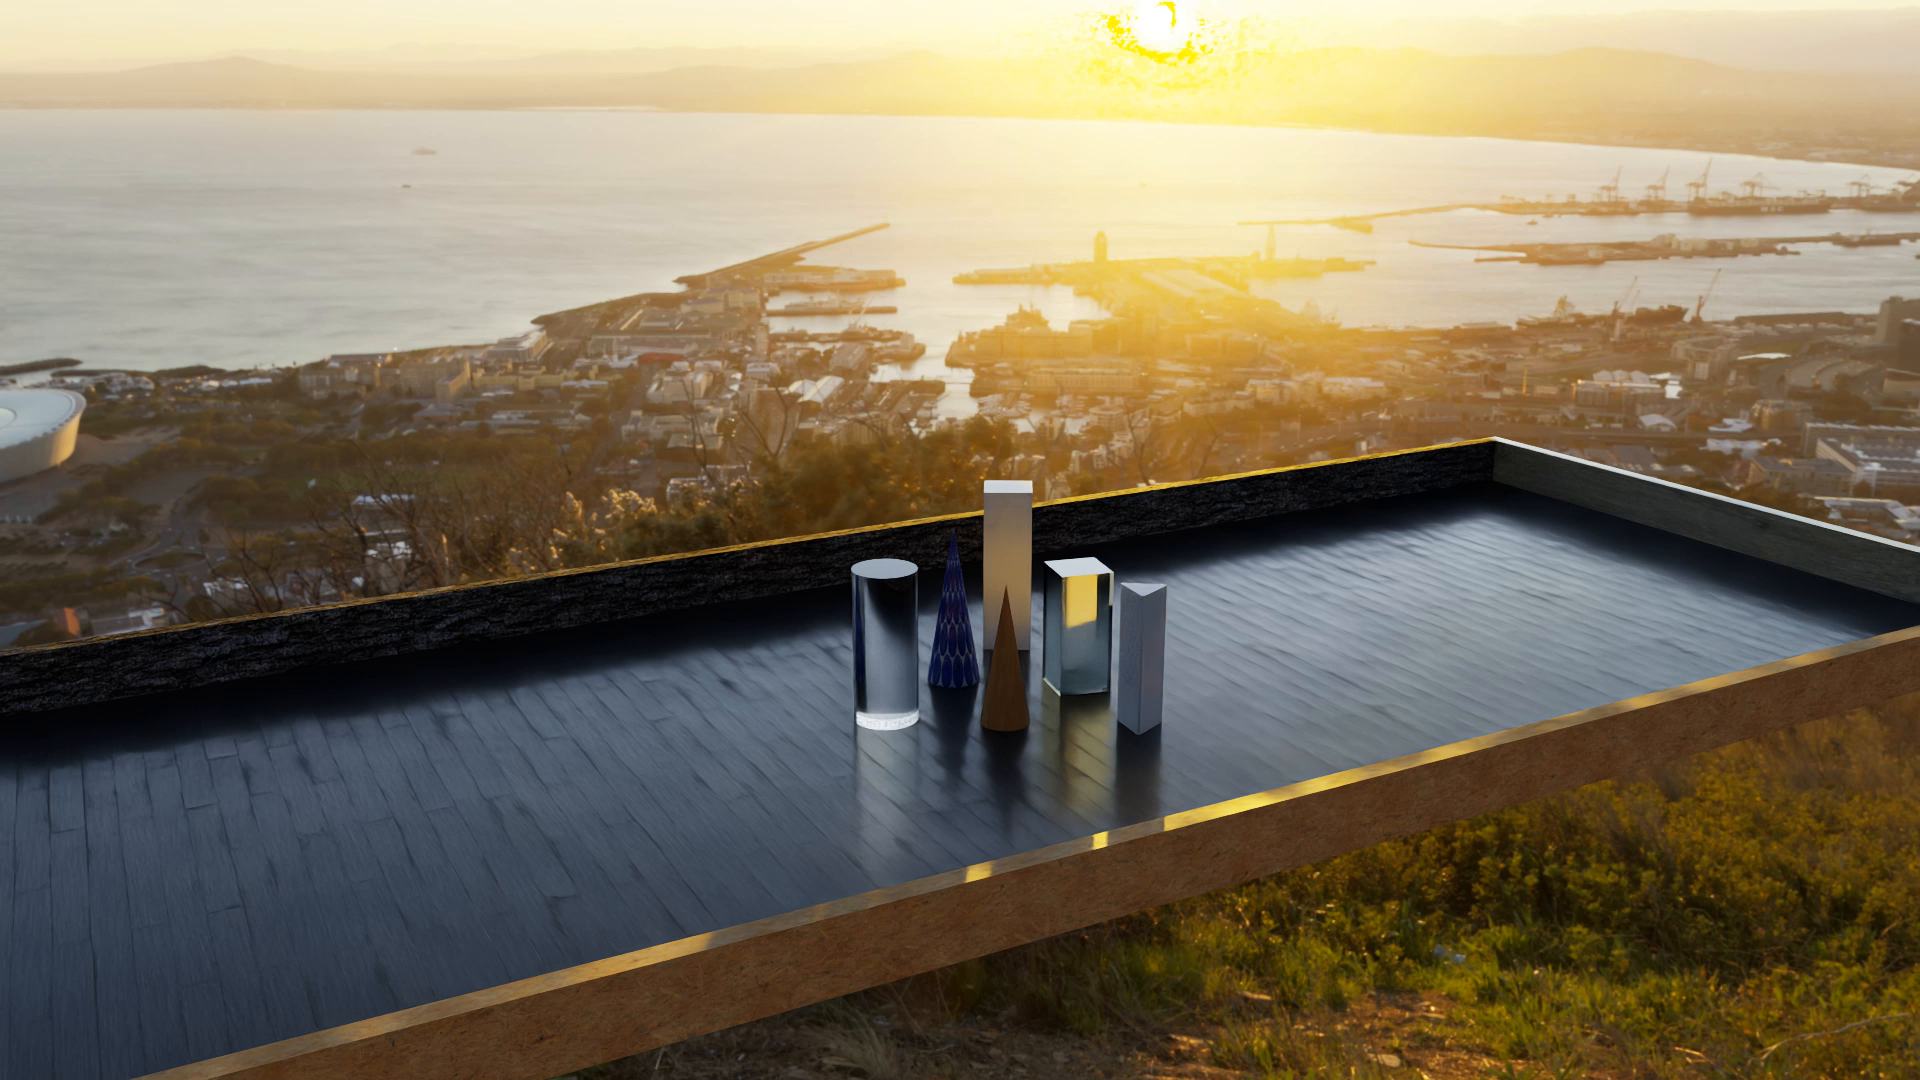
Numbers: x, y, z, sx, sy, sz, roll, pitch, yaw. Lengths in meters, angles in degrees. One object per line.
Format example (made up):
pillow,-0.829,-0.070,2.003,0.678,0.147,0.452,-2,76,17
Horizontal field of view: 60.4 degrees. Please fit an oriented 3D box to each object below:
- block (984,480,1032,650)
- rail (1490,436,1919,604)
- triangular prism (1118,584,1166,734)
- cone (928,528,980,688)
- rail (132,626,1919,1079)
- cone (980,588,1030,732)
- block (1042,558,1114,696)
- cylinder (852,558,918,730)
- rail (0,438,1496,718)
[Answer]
block,0.126,0.067,4.367,0.125,0.429,0.125,0,16,2
rail,2.466,-0.048,5.253,0.050,0.150,2.100,-9,18,-27
triangular prism,0.409,0.270,3.836,0.089,0.339,0.103,12,20,36
cone,-0.016,0.156,4.111,0.133,0.402,0.133,0,16,0
rail,-2.336,1.006,1.665,12.000,0.150,0.050,-9,18,-27
cone,0.106,0.265,3.848,0.118,0.342,0.118,0,16,0
block,0.290,0.213,4.083,0.132,0.308,0.132,-5,17,-16
cylinder,-0.175,0.244,3.867,0.155,0.371,0.155,0,16,0
rail,-3.305,0.497,3.399,12.000,0.150,0.050,-9,18,-27
